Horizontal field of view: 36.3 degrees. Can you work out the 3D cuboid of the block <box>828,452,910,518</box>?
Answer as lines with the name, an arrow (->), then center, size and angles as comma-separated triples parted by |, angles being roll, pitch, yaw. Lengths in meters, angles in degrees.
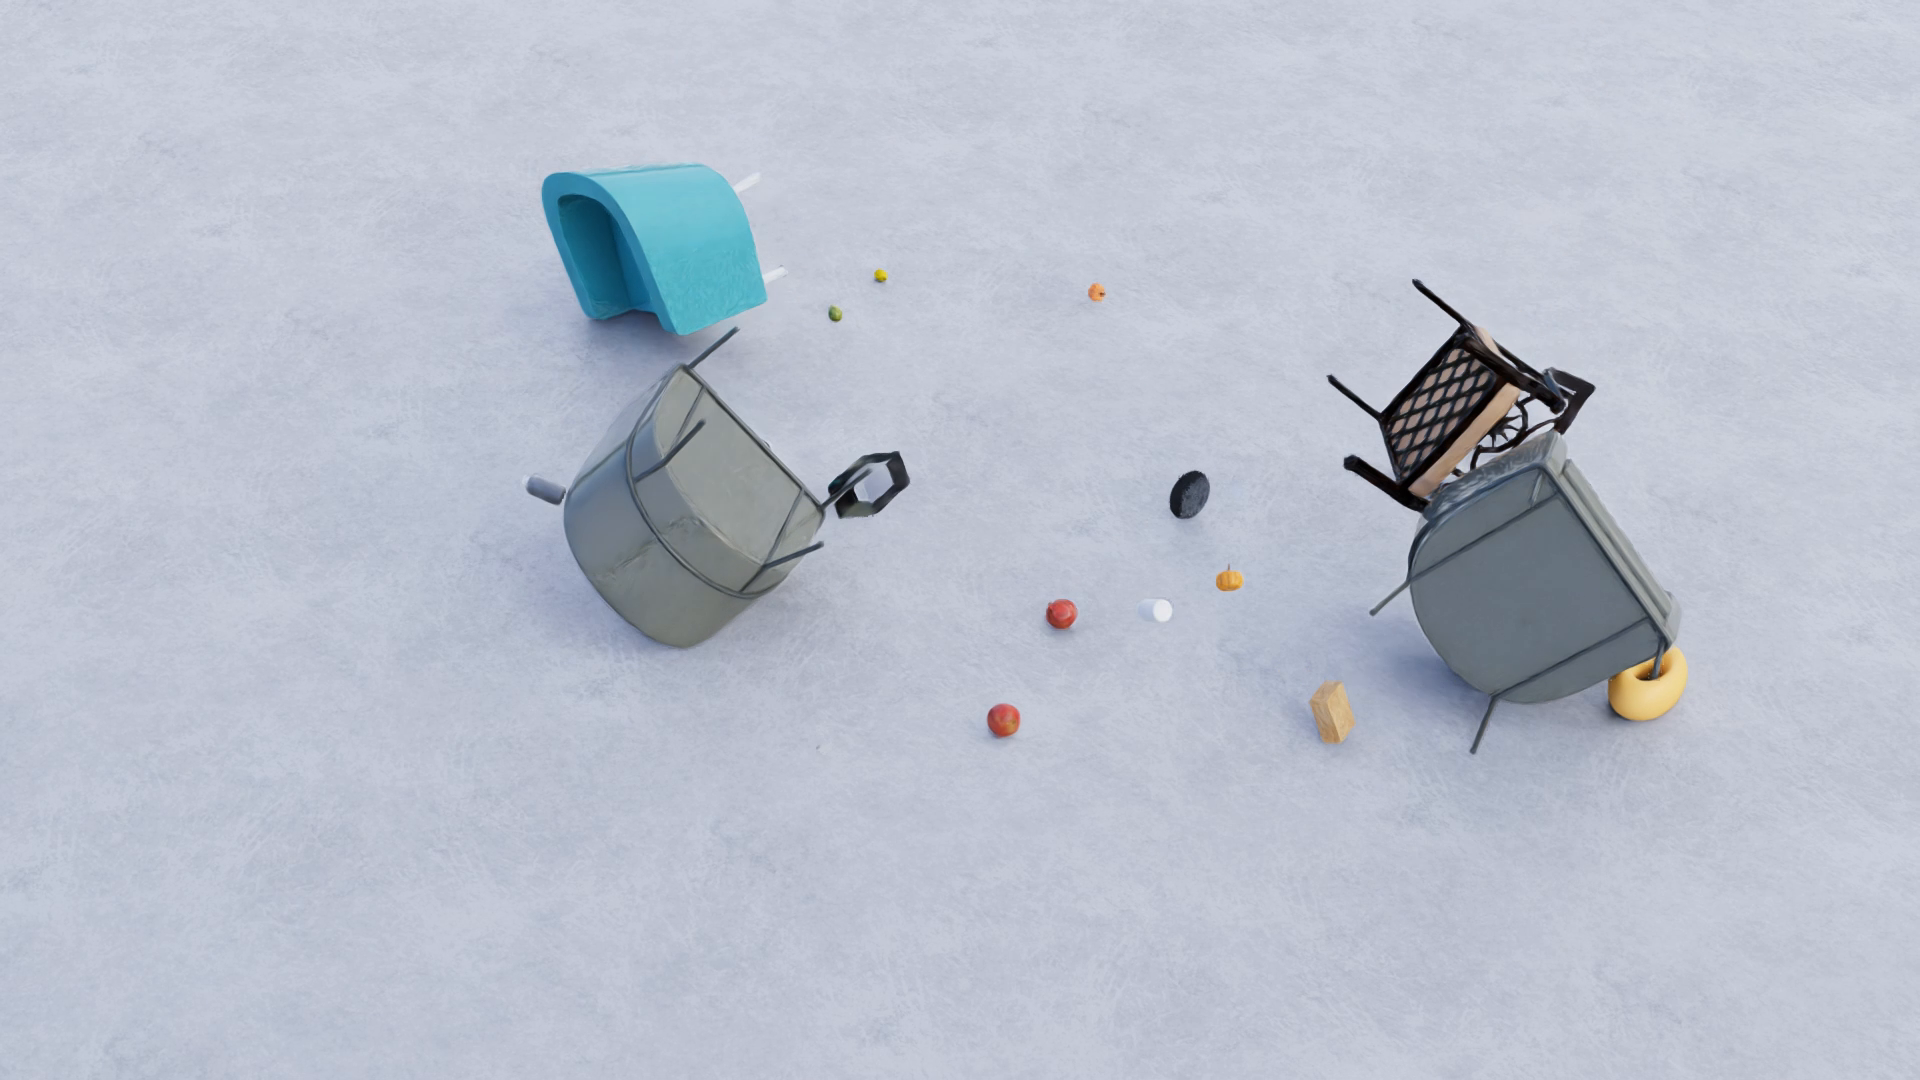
block -> -0.343, -0.209, 11.089 | 0.174, 0.136, 0.262 | -4, 26, 36

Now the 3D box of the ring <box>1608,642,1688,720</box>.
ring -> 2.365, 0.482, 10.083 | 0.246, 0.143, 0.390 | 19, 38, 26

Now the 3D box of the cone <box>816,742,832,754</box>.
cone -> -0.468, 0.698, 9.867 | 0.061, 0.039, 0.049 | -14, 10, -43

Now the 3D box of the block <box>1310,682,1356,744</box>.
block -> 1.256, 0.581, 9.889 | 0.069, 0.170, 0.119 | -2, 31, 38
